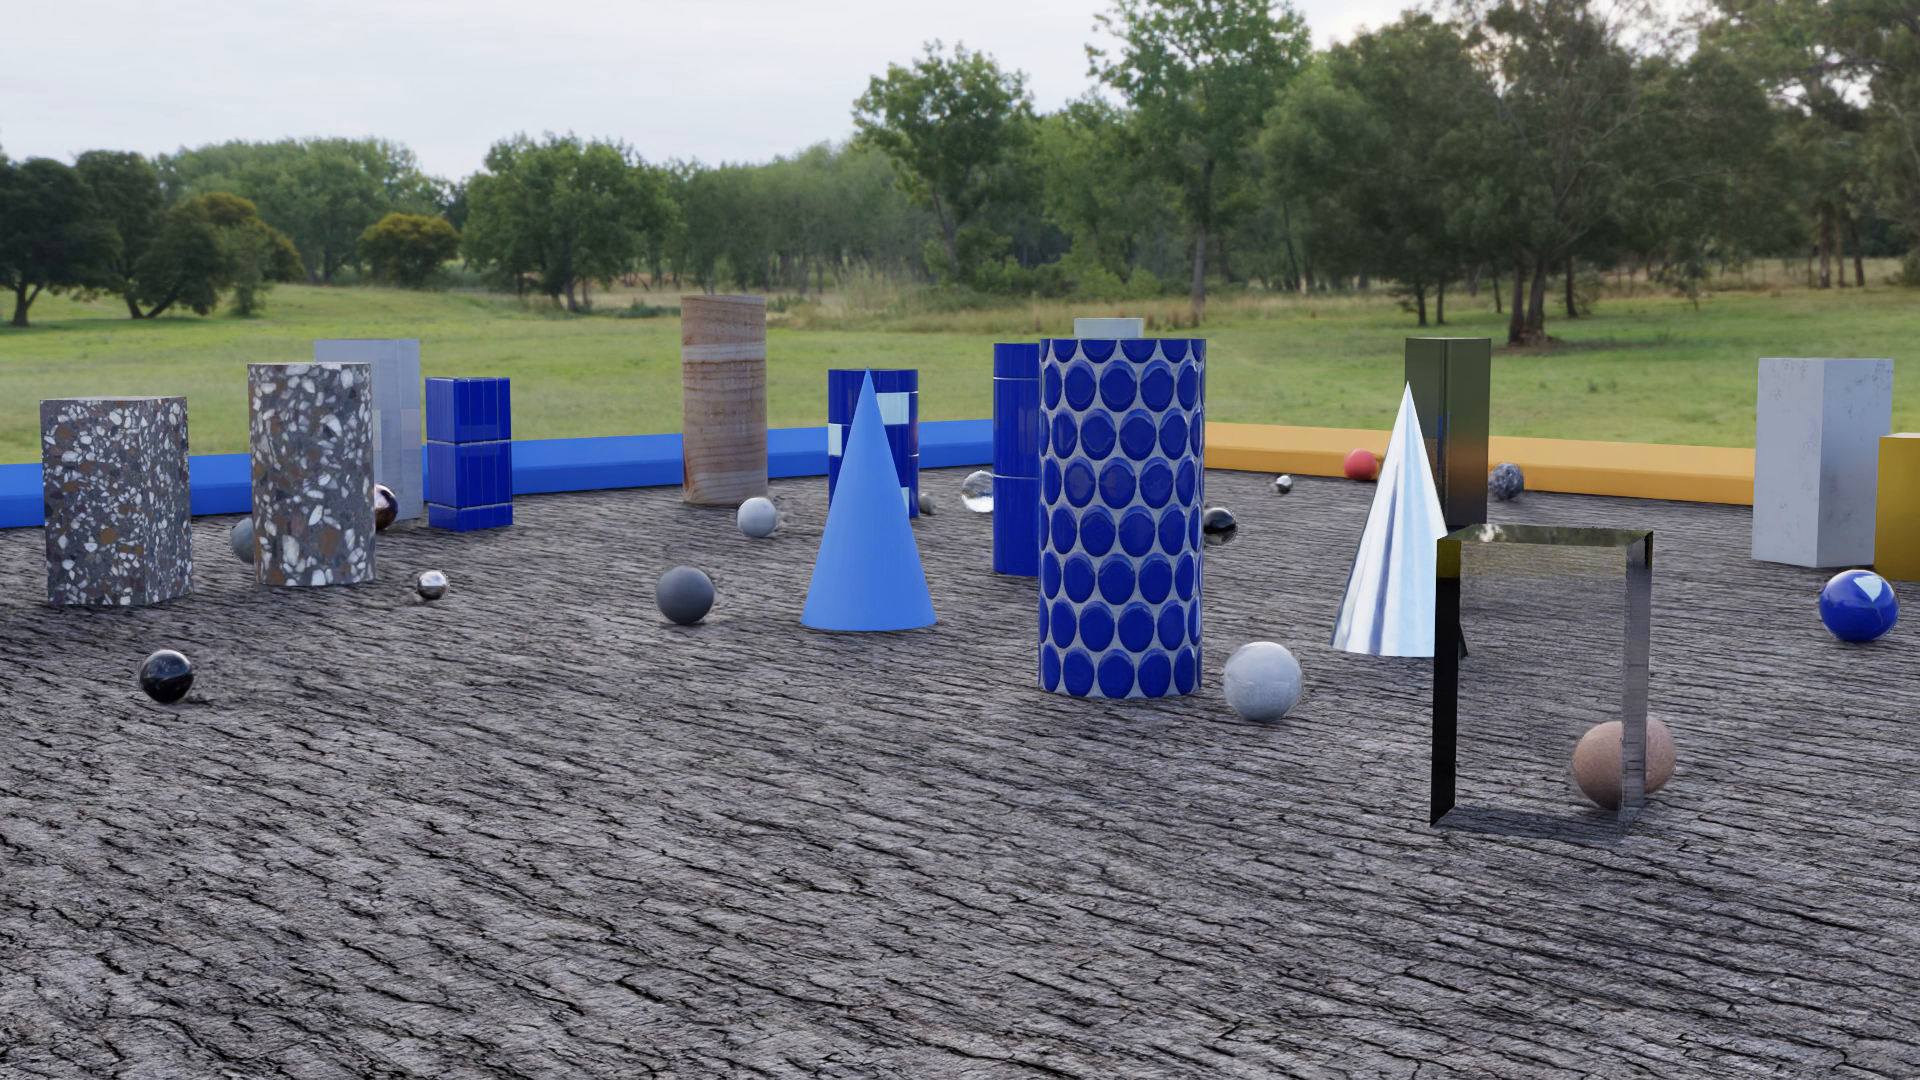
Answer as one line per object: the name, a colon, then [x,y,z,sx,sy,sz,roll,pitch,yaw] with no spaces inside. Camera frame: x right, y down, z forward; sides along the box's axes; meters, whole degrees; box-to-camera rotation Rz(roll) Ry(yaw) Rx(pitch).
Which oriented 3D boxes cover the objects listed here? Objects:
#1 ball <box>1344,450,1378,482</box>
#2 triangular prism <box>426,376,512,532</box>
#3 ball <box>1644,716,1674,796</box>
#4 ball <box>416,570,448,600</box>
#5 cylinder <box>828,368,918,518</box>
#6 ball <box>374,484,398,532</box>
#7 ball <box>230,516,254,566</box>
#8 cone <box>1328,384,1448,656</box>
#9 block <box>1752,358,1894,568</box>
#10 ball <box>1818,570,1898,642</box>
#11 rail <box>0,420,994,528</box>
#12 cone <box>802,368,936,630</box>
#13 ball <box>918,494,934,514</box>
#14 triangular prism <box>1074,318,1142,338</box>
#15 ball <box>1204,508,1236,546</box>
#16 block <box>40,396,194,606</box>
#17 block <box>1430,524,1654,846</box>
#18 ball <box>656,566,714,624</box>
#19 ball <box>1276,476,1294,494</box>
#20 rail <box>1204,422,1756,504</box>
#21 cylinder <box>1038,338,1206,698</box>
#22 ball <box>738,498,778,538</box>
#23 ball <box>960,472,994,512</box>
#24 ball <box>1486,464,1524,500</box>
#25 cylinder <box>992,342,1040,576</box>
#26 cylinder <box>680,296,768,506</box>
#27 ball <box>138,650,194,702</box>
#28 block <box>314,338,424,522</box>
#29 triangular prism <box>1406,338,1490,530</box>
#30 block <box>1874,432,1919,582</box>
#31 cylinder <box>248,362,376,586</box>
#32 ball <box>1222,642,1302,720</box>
ball: [1.042,-0.194,5.720,0.083,0.083,0.083,0,6,0]
triangular prism: [-0.994,-0.181,4.525,0.147,0.306,0.169,-4,7,-33]
ball: [0.613,0.196,2.015,0.079,0.079,0.079,0,6,0]
ball: [-0.811,0.070,3.377,0.046,0.046,0.046,0,6,0]
cylinder: [-0.187,-0.209,4.749,0.195,0.316,0.195,0,6,0]
ball: [-1.183,-0.066,4.431,0.096,0.096,0.096,0,6,0]
ball: [-1.228,0.001,3.839,0.086,0.086,0.086,0,6,0]
cone: [0.589,-0.035,2.912,0.195,0.351,0.195,0,6,0]
block: [1.523,-0.141,3.887,0.156,0.359,0.156,-3,6,-23]
ball: [1.207,0.088,2.956,0.098,0.098,0.098,0,6,0]
rail: [-1.475,-0.133,4.922,4.970,0.127,0.045,-5,8,-42]
cone: [-0.131,-0.066,3.137,0.195,0.367,0.195,0,6,0]
ball: [-0.078,-0.079,4.819,0.042,0.042,0.042,0,6,0]
triangular prism: [0.357,-0.269,4.794,0.169,0.426,0.147,4,7,35]
ball: [0.486,-0.025,4.159,0.072,0.072,0.072,0,6,0]
block: [-1.300,-0.064,3.397,0.156,0.309,0.156,1,6,7]
block: [0.509,0.120,1.920,0.156,0.250,0.156,3,7,25]
ball: [-0.391,0.078,3.125,0.083,0.083,0.083,0,6,0]
ball: [0.789,-0.134,5.347,0.042,0.042,0.042,0,6,0]
rail: [1.809,-0.141,4.992,0.045,0.127,4.398,-5,8,-42]
cylinder: [0.191,-0.032,2.602,0.195,0.410,0.195,0,6,0]
ball: [-0.397,-0.044,4.311,0.079,0.079,0.079,0,6,0]
ball: [0.047,-0.106,4.843,0.091,0.091,0.091,0,6,0]
ball: [1.279,-0.136,5.155,0.085,0.085,0.085,0,6,0]
cylinder: [0.154,-0.141,3.756,0.195,0.387,0.195,0,6,0]
cylinder: [-0.542,-0.323,5.063,0.195,0.477,0.195,0,6,0]
ball: [-0.903,0.155,2.504,0.059,0.059,0.059,0,6,0]
block: [-1.257,-0.236,4.681,0.156,0.382,0.156,2,6,18]
triangular prism: [0.976,-0.221,4.526,0.169,0.386,0.147,-6,8,-43]
block: [1.627,-0.055,3.661,0.156,0.236,0.156,4,7,35]
cylinder: [-1.071,-0.114,3.639,0.195,0.357,0.195,0,6,0]
ball: [0.329,0.153,2.392,0.086,0.086,0.086,0,6,0]
